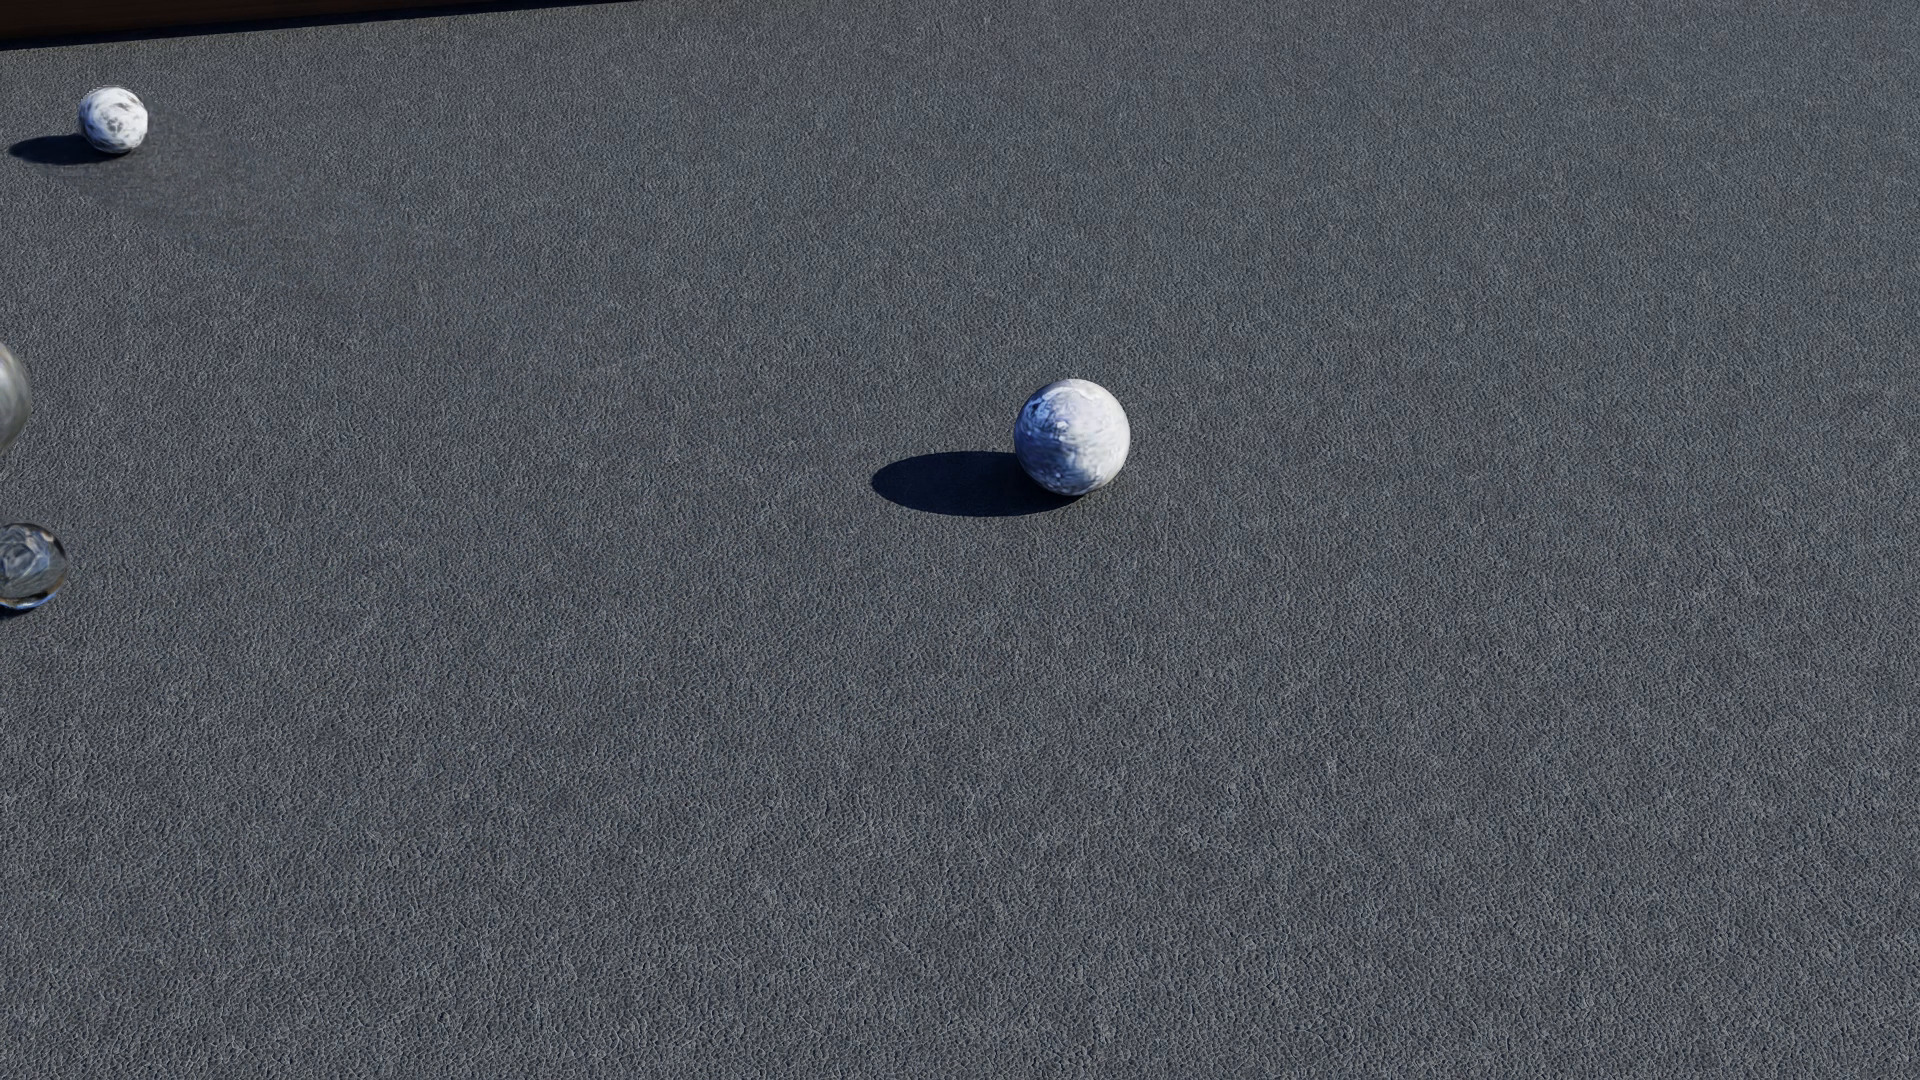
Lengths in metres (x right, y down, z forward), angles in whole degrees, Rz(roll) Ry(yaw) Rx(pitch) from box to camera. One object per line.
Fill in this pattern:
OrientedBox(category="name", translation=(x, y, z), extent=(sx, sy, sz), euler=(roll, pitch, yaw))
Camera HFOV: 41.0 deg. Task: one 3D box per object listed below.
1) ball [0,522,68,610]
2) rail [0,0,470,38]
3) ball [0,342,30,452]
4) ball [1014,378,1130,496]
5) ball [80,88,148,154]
OrientedBox(category="ball", translation=(-0.569, 0.016, 1.556), extent=(0.053, 0.053, 0.053), euler=(0, 36, 0))
OrientedBox(category="rail", translation=(0.615, -0.627, 2.376), extent=(3.176, 0.115, 0.045), euler=(-6, 37, -9))
OrientedBox(category="ball", translation=(-0.654, -0.094, 1.675), extent=(0.088, 0.088, 0.088), euler=(0, 36, 0))
OrientedBox(category="ball", translation=(0.072, -0.066, 1.647), extent=(0.075, 0.075, 0.075), euler=(0, 36, 0))
OrientedBox(category="ball", translation=(-0.669, -0.331, 2.028), extent=(0.052, 0.052, 0.052), euler=(0, 36, 0))
